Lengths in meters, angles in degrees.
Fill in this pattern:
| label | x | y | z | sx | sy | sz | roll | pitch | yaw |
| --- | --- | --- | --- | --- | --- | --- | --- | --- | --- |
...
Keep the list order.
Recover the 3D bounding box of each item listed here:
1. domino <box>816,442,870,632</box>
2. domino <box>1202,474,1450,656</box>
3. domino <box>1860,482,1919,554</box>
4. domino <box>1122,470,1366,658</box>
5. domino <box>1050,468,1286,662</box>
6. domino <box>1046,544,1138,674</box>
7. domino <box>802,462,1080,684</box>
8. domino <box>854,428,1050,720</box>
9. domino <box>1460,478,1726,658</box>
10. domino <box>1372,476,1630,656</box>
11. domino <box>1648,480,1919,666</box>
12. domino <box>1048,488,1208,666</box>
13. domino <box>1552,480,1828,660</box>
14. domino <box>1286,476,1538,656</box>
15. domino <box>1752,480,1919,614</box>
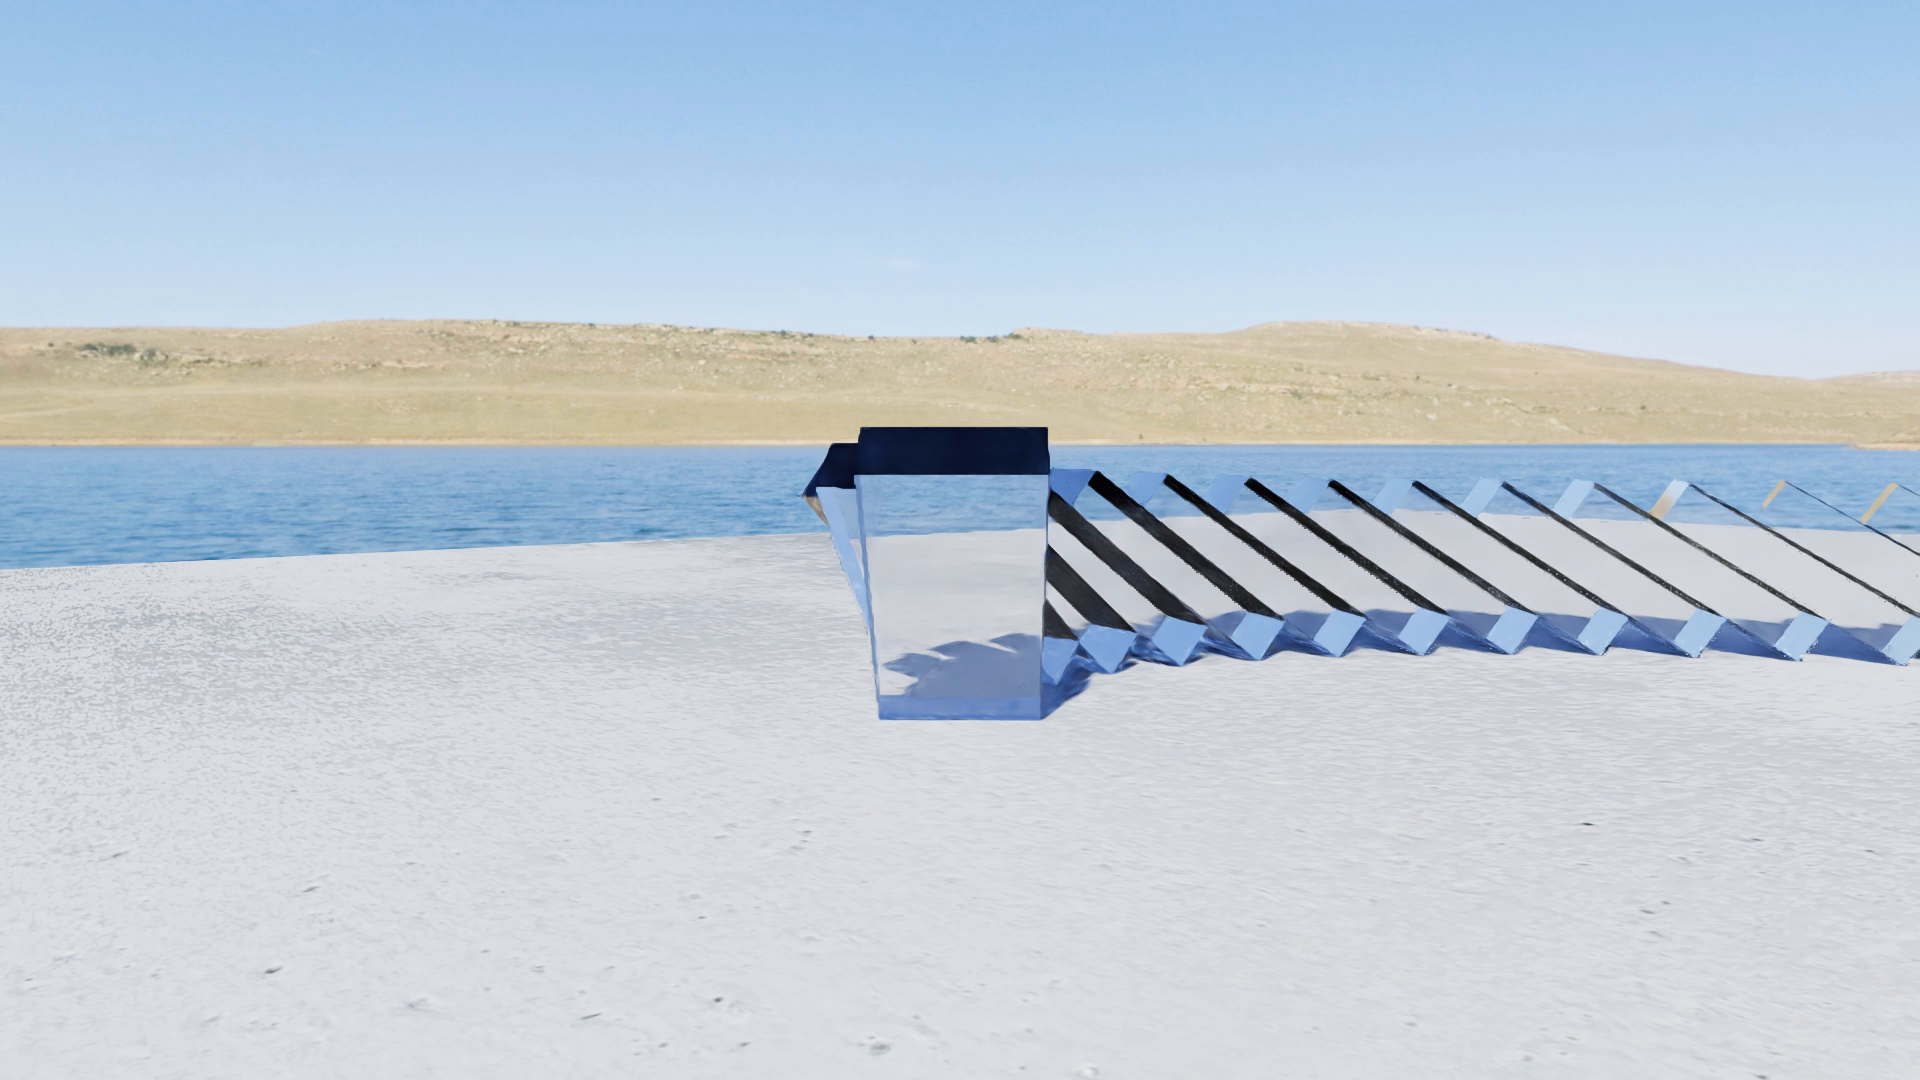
| label | x | y | z | sx | sy | sz | roll | pitch | yaw |
| --- | --- | --- | --- | --- | --- | --- | --- | --- | --- |
| domino | -0.003 | 0.006 | 0.202 | 0.025 | 0.050 | 0.009 | 1 | 48 | 15 |
| domino | 0.075 | 0.004 | 0.268 | 0.050 | 0.009 | 0.025 | 34 | 2 | -5 |
| domino | 0.203 | 0.007 | 0.249 | 0.050 | 0.010 | 0.025 | 39 | 22 | 25 |
| domino | 0.057 | 0.004 | 0.265 | 0.050 | 0.010 | 0.025 | 35 | 0 | -8 |
| domino | 0.039 | 0.004 | 0.257 | 0.050 | 0.010 | 0.025 | 37 | -6 | -15 |
| domino | 0.008 | 0.005 | 0.238 | 0.050 | 0.010 | 0.025 | 44 | -18 | -26 |
| domino | -0.003 | 0.005 | 0.222 | 0.025 | 0.009 | 0.050 | 3 | -37 | 43 |
| domino | 0.000 | 0.006 | 0.184 | 0.025 | 0.050 | 0.009 | 0 | 44 | 2 |
| domino | 0.131 | 0.005 | 0.270 | 0.050 | 0.009 | 0.025 | 34 | 10 | 8 |
| domino | 0.112 | 0.005 | 0.271 | 0.050 | 0.010 | 0.025 | 34 | 8 | 4 |
| domino | 0.169 | 0.005 | 0.263 | 0.050 | 0.010 | 0.025 | 35 | 16 | 16 |
| domino | 0.022 | 0.005 | 0.249 | 0.050 | 0.010 | 0.025 | 40 | -11 | -20 |
| domino | 0.150 | 0.005 | 0.267 | 0.050 | 0.009 | 0.025 | 34 | 13 | 11 |
| domino | 0.093 | 0.005 | 0.271 | 0.050 | 0.009 | 0.025 | 34 | 5 | 0 |
| domino | 0.187 | 0.006 | 0.258 | 0.050 | 0.010 | 0.025 | 38 | 20 | 23 |
